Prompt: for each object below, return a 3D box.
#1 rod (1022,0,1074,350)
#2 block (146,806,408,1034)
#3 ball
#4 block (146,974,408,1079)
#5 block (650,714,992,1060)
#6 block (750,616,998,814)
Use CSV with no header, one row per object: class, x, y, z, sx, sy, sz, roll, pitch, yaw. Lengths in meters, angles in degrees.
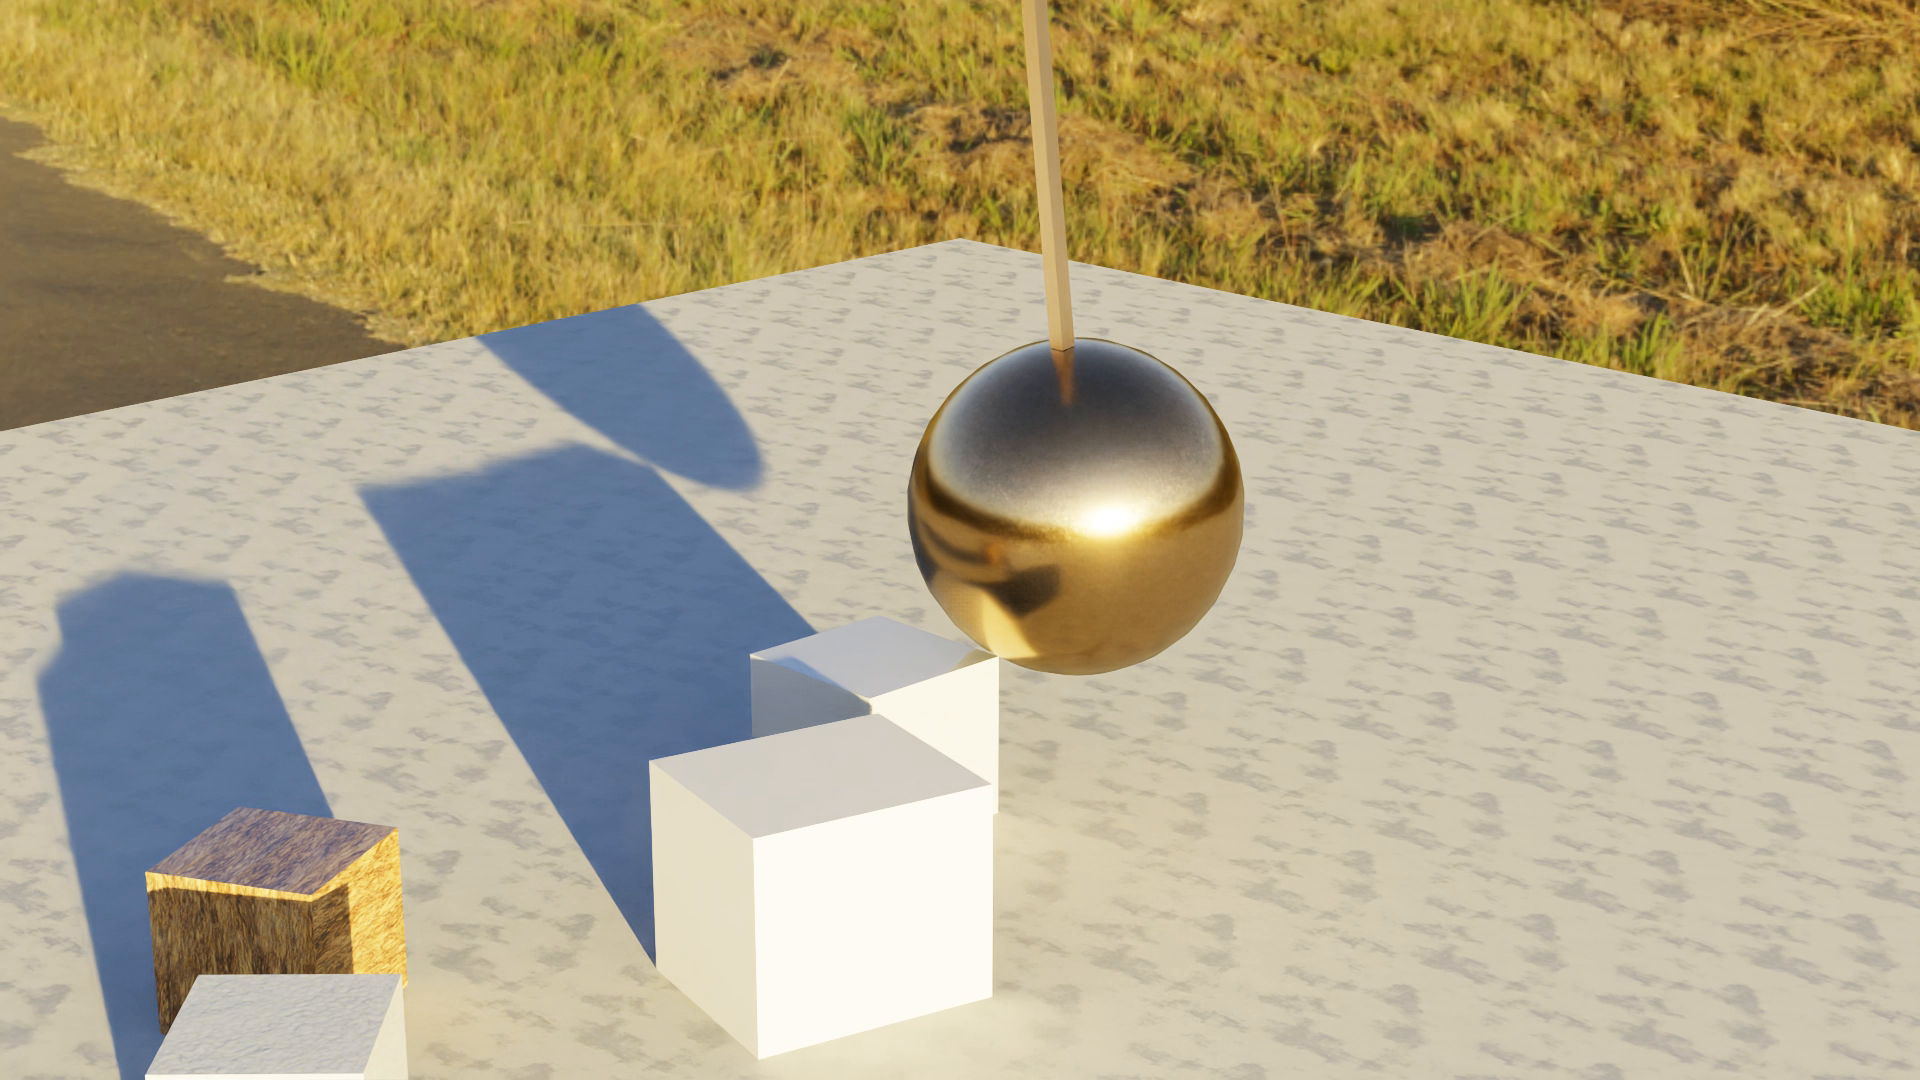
rod,0.237,-3.282,12.559,0.080,5.200,0.080,17,31,42
block,-2.795,1.602,12.055,0.745,0.716,0.713,5,18,17
ball,0.547,-0.158,13.865,1.600,1.600,1.600,0,17,0
block,-2.390,2.076,10.396,0.736,0.806,0.768,0,17,-1
block,-0.581,1.415,12.248,1.095,0.955,0.957,-10,20,-29
block,-0.407,0.930,14.052,0.827,0.800,0.842,-16,24,-41
